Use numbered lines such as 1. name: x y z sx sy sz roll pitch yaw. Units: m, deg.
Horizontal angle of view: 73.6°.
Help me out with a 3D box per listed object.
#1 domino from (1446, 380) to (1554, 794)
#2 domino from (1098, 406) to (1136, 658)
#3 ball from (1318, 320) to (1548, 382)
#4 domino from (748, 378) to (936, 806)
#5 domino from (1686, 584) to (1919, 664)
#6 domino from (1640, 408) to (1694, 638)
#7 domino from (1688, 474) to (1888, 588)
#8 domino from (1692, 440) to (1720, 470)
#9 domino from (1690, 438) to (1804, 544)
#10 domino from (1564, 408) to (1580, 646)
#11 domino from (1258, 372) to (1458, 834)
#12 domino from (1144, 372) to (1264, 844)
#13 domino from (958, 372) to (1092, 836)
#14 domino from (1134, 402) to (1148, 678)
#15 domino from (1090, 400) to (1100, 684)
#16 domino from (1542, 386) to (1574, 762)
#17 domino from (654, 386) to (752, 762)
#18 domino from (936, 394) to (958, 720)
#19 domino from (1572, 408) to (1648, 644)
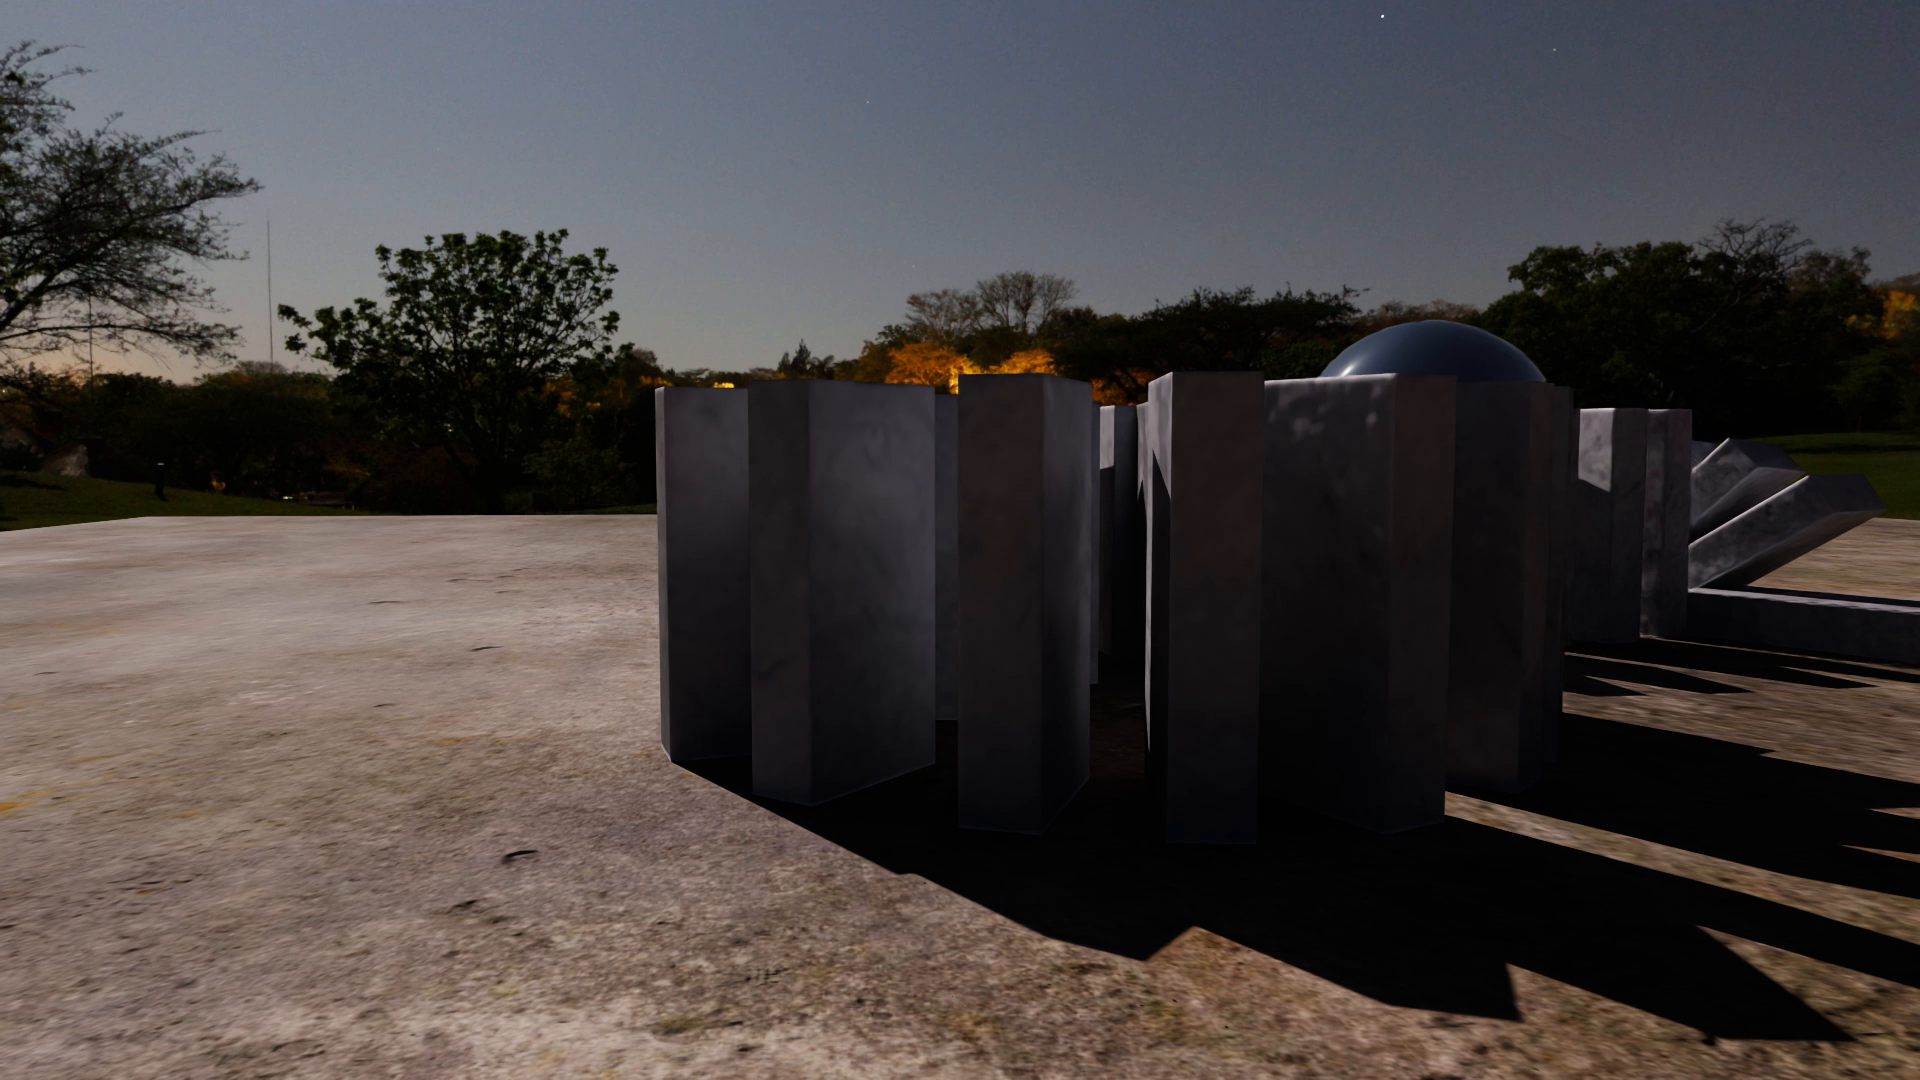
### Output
1. domino: 0.061 0.005 0.166 0.025 0.050 0.009 4 6 40
2. domino: 0.033 -0.002 0.266 0.010 0.050 0.025 -1 4 -9
3. ball: 0.143 -0.027 0.396 0.080 0.080 0.080 0 4 0
4. domino: -0.014 0.005 0.162 0.009 0.050 0.025 3 5 34
5. domino: 0.184 0.017 0.275 0.025 0.009 0.050 -3 5 -32
6. domino: 0.150 -0.004 0.291 0.010 0.050 0.025 -4 6 -32
7. domino: 0.182 0.002 0.297 0.025 0.010 0.050 -3 -29 -32
8. domino: 0.170 -0.004 0.324 0.025 0.050 0.009 2 46 -37
9. domino: 0.177 -0.003 0.313 0.025 0.050 0.010 1 47 -36
10. domino: 0.122 -0.003 0.280 0.009 0.050 0.025 -1 4 -13
11. domino: 0.044 0.006 0.151 0.009 0.050 0.025 -2 5 -29
12. domino: 0.027 0.007 0.147 0.009 0.050 0.025 0 4 3
13. domino: 0.008 0.006 0.151 0.010 0.050 0.025 1 5 18
14. domino: 0.039 0.000 0.240 0.010 0.050 0.025 0 4 3
15. domino: 0.015 0.000 0.236 0.009 0.050 0.025 -2 5 -25
16. domino: 0.071 0.004 0.180 0.025 0.050 0.010 2 5 28
17. domino: -0.029 0.004 0.179 0.025 0.050 0.009 -2 5 -20
18. domino: 0.000 0.002 0.201 0.025 0.050 0.010 0 4 0
19. domino: 0.137 -0.004 0.284 0.009 0.050 0.025 -2 5 -22
